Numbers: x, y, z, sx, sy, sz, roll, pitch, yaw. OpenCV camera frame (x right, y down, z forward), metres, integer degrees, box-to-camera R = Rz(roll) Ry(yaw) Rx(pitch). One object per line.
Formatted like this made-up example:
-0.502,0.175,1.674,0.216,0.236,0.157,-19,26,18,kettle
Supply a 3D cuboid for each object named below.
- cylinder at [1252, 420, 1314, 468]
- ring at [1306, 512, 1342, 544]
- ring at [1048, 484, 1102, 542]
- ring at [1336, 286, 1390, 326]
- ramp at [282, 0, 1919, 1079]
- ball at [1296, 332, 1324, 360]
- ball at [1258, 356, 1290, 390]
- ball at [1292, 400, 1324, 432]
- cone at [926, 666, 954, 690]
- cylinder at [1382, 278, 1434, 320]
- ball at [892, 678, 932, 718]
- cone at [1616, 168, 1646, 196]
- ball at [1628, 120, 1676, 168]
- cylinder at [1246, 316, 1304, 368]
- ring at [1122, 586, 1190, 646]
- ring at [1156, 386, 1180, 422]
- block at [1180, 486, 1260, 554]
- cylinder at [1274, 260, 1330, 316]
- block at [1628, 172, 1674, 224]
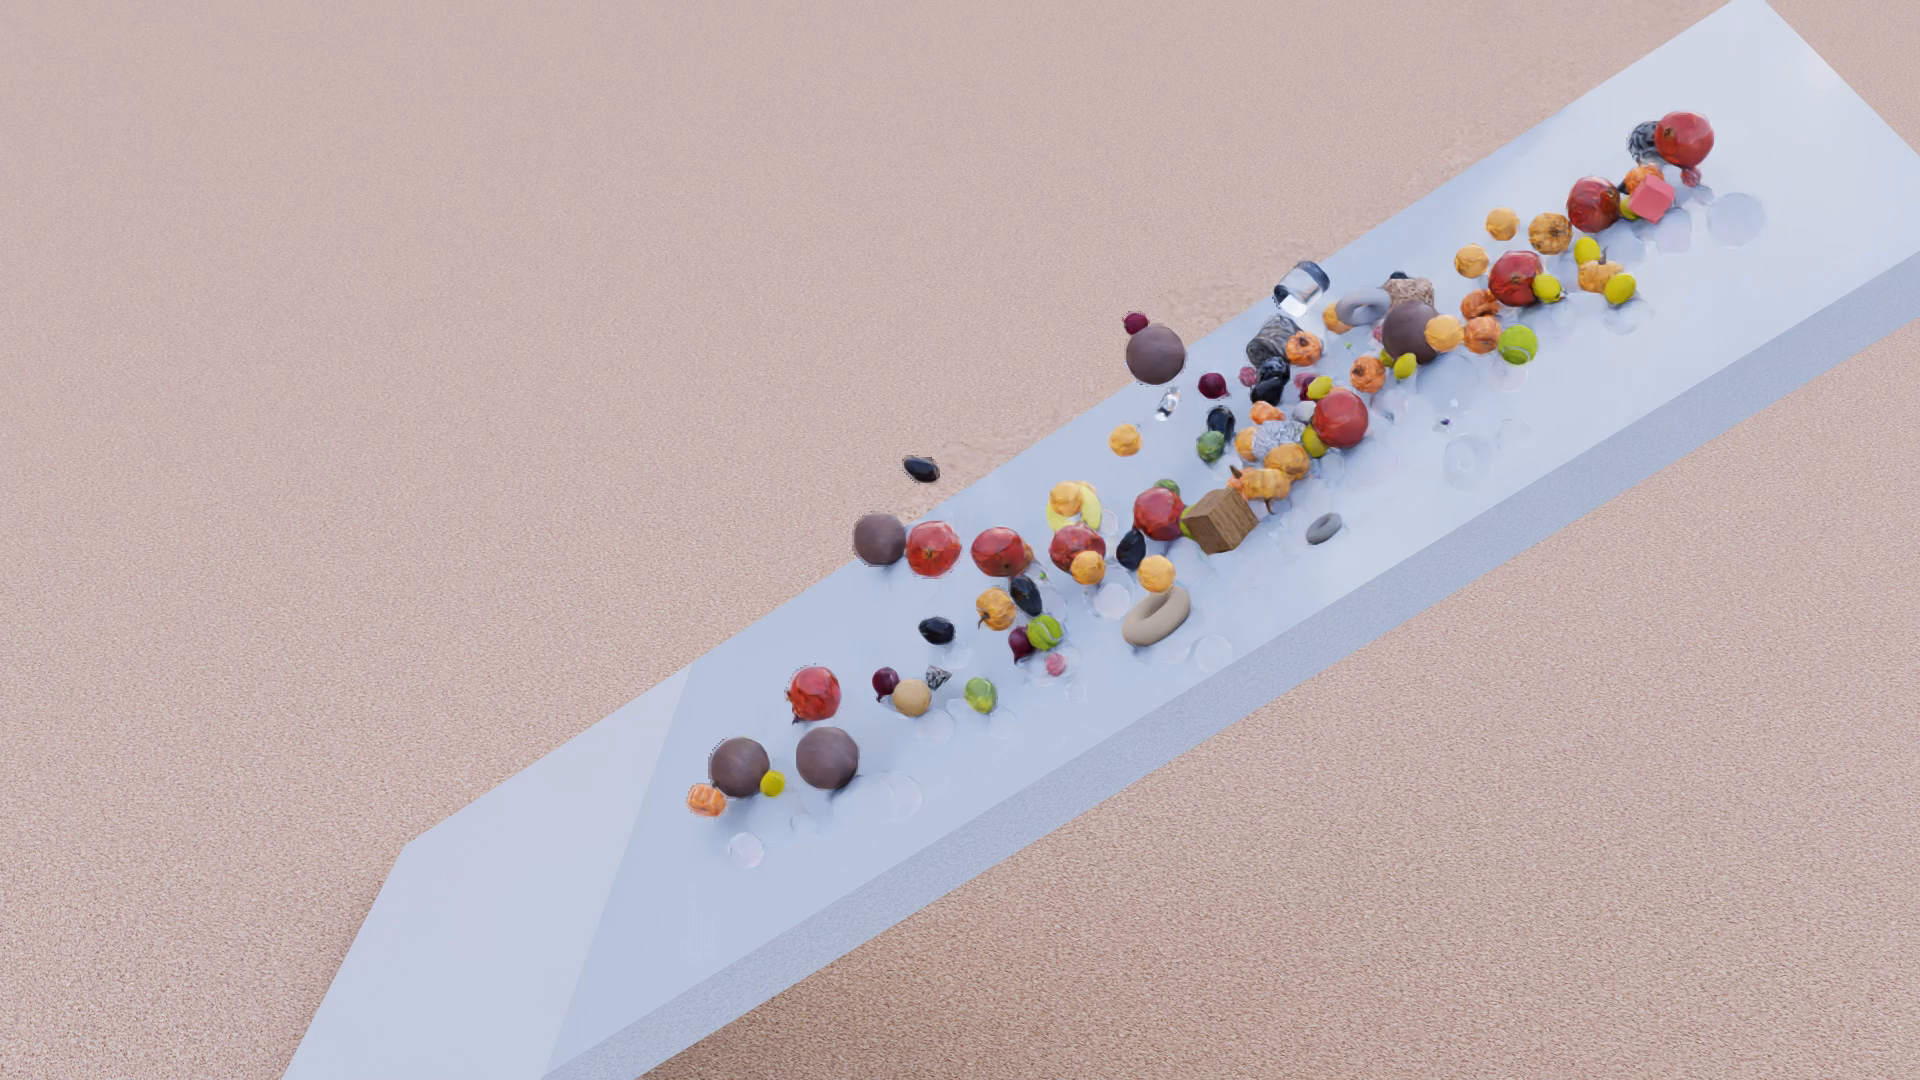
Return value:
0.648,-0.193,5.900,0.094,0.094,0.094,-8,6,-20,cylinder
0.676,-0.022,5.466,0.075,0.025,0.075,-37,16,13,ring
0.245,-0.057,6.332,0.127,0.127,0.042,10,13,24,ring
0.796,-0.463,5.812,0.112,0.112,0.037,-5,61,-12,ring
0.136,0.174,6.305,4.000,0.100,2.000,-32,16,15,ramp
0.761,-0.420,6.392,0.060,0.060,0.060,0,21,0,ball
0.682,-0.362,6.374,0.070,0.070,0.070,0,21,0,ball
0.709,-0.252,5.997,0.066,0.066,0.066,0,21,0,ball
-0.034,0.280,6.033,0.051,0.051,0.051,-10,14,30,cone
0.933,-0.504,6.135,0.082,0.082,0.082,-5,22,-21,cylinder
-0.099,0.323,6.031,0.081,0.081,0.081,0,21,0,ball
1.350,-0.715,5.952,0.067,0.067,0.067,-15,1,-33,cone
1.423,-0.814,6.045,0.096,0.096,0.096,0,21,0,ball
0.696,-0.430,6.489,0.094,0.094,0.094,18,51,39,cylinder
0.372,0.145,5.590,0.149,0.050,0.149,-33,19,13,ring
0.431,-0.282,6.102,0.027,0.080,0.080,29,21,-6,ring
0.509,-0.038,5.755,0.090,0.090,0.090,-44,17,-27,block
0.783,-0.577,6.738,0.092,0.092,0.092,21,56,43,cylinder
1.360,-0.672,5.785,0.062,0.062,0.062,31,32,-2,block
